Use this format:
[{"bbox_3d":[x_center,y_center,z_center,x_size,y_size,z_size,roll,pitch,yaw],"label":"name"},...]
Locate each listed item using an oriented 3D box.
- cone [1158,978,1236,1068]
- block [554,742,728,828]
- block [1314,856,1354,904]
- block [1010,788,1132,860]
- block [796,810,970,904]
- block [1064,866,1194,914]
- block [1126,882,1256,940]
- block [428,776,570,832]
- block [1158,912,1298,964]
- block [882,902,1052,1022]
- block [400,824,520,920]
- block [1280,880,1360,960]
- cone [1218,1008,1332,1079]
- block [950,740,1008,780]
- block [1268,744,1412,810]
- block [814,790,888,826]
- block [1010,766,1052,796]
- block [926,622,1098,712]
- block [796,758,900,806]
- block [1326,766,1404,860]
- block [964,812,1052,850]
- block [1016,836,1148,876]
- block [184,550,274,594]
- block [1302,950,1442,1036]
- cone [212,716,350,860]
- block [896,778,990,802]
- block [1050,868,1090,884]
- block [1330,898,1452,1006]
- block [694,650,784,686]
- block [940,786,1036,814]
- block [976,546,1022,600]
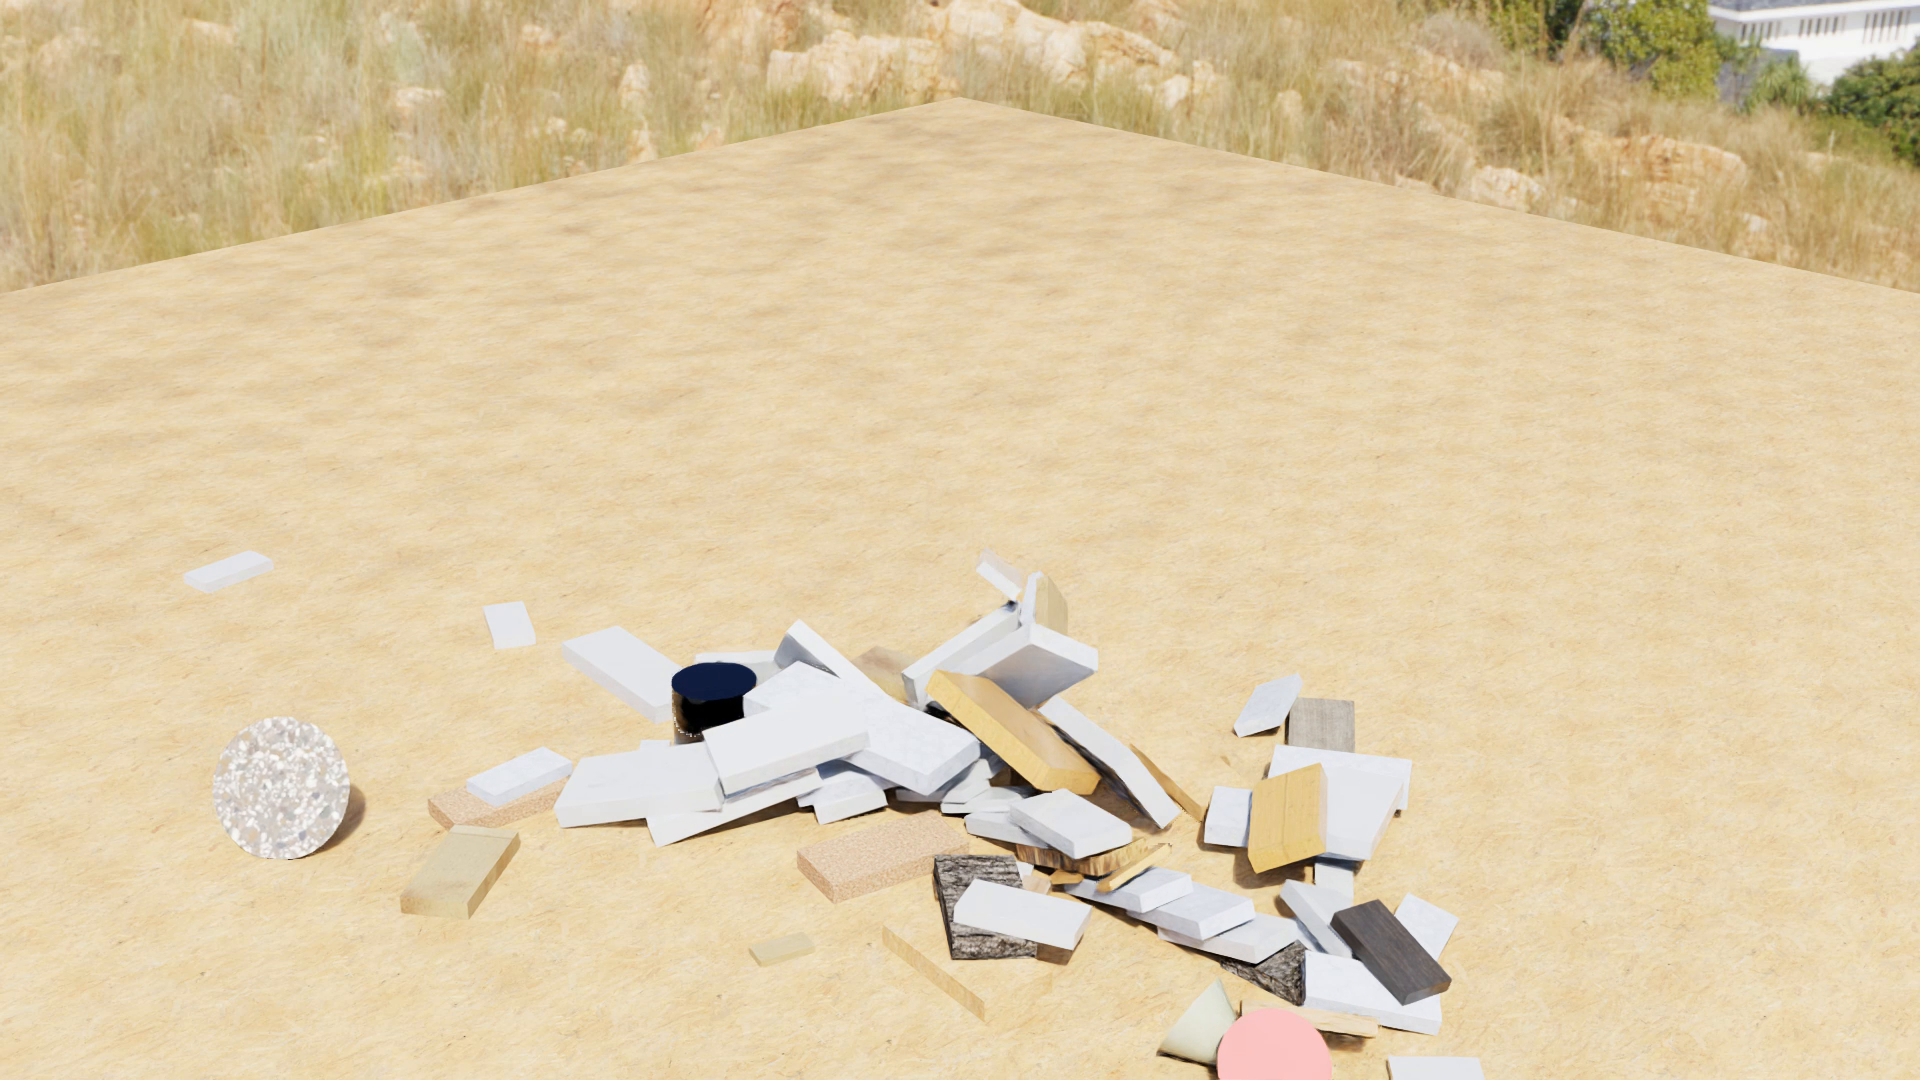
[{"bbox_3d":[0.443,0.847,3.674,0.160,0.160,0.160,40,38,17],"label":"cone"},{"bbox_3d":[-0.623,0.487,4.414,0.348,0.049,0.174,-9,27,16],"label":"block"},{"bbox_3d":[0.714,0.652,4.199,0.071,0.020,0.142,3,23,8],"label":"block"},{"bbox_3d":[0.207,0.536,4.167,0.123,0.035,0.246,-13,16,-25],"label":"block"},{"bbox_3d":[-0.148,0.612,4.264,0.300,0.042,0.150,-13,26,-28],"label":"block"},{"bbox_3d":[0.312,0.642,4.108,0.121,0.034,0.241,-16,10,-32],"label":"block"},{"bbox_3d":[0.417,0.671,4.017,0.121,0.034,0.241,-17,10,-27],"label":"block"},{"bbox_3d":[-0.929,0.527,4.471,0.266,0.038,0.133,-17,28,-34],"label":"block"},{"bbox_3d":[0.483,0.706,3.982,0.117,0.033,0.234,-20,16,-39],"label":"block"},{"bbox_3d":[0.011,0.748,3.942,0.152,0.043,0.303,-16,28,-34],"label":"block"},{"bbox_3d":[-0.956,0.635,4.216,0.133,0.038,0.266,4,23,9],"label":"block"},{"bbox_3d":[0.689,0.703,4.000,0.121,0.034,0.241,16,15,-24],"label":"block"},{"bbox_3d":[0.534,0.857,3.634,0.185,0.185,0.185,8,-2,18],"label":"cone"},{"bbox_3d":[-0.026,0.447,4.553,0.284,0.040,0.142,-5,17,33],"label":"block"},{"bbox_3d":[0.774,0.481,4.475,0.278,0.039,0.139,6,24,13],"label":"block"},{"bbox_3d":[-0.248,0.474,4.532,0.142,0.040,0.284,-17,28,-5],"label":"block"},{"bbox_3d":[0.158,0.513,4.440,0.025,0.087,0.175,-14,27,-27],"label":"block"},{"bbox_3d":[0.108,0.290,4.632,0.179,0.357,0.051,24,53,-29],"label":"block"},{"bbox_3d":[-0.191,0.455,4.456,0.284,0.040,0.142,-12,28,3],"label":"block"},{"bbox_3d":[0.763,0.527,4.260,0.133,0.038,0.266,10,25,22],"label":"block"},{"bbox_3d":[0.135,0.555,4.317,0.123,0.035,0.246,-17,12,-37],"label":"block"},{"bbox_3d":[0.232,0.592,4.202,0.123,0.035,0.246,-16,9,-34],"label":"block"},{"bbox_3d":[-1.841,0.079,5.539,0.097,0.027,0.194,18,29,36],"label":"block"},{"bbox_3d":[0.711,0.783,3.806,0.234,0.033,0.117,11,31,2],"label":"block"},{"bbox_3d":[-1.312,0.494,4.437,0.278,0.278,0.278,3,-3,7],"label":"cone"},{"bbox_3d":[-0.036,0.505,4.469,0.175,0.025,0.087,-4,13,38],"label":"block"},{"bbox_3d":[0.224,0.624,4.170,0.058,0.016,0.115,-7,9,31],"label":"block"},{"bbox_3d":[0.753,0.720,3.848,0.104,0.029,0.207,-10,40,-30],"label":"block"},{"bbox_3d":[-0.432,0.315,4.790,0.296,0.148,0.042,-2,30,-17],"label":"block"},{"bbox_3d":[0.056,0.521,4.419,0.175,0.025,0.087,-7,9,35],"label":"block"},{"bbox_3d":[0.087,0.073,4.860,0.103,0.029,0.206,39,8,-3],"label":"block"}]
